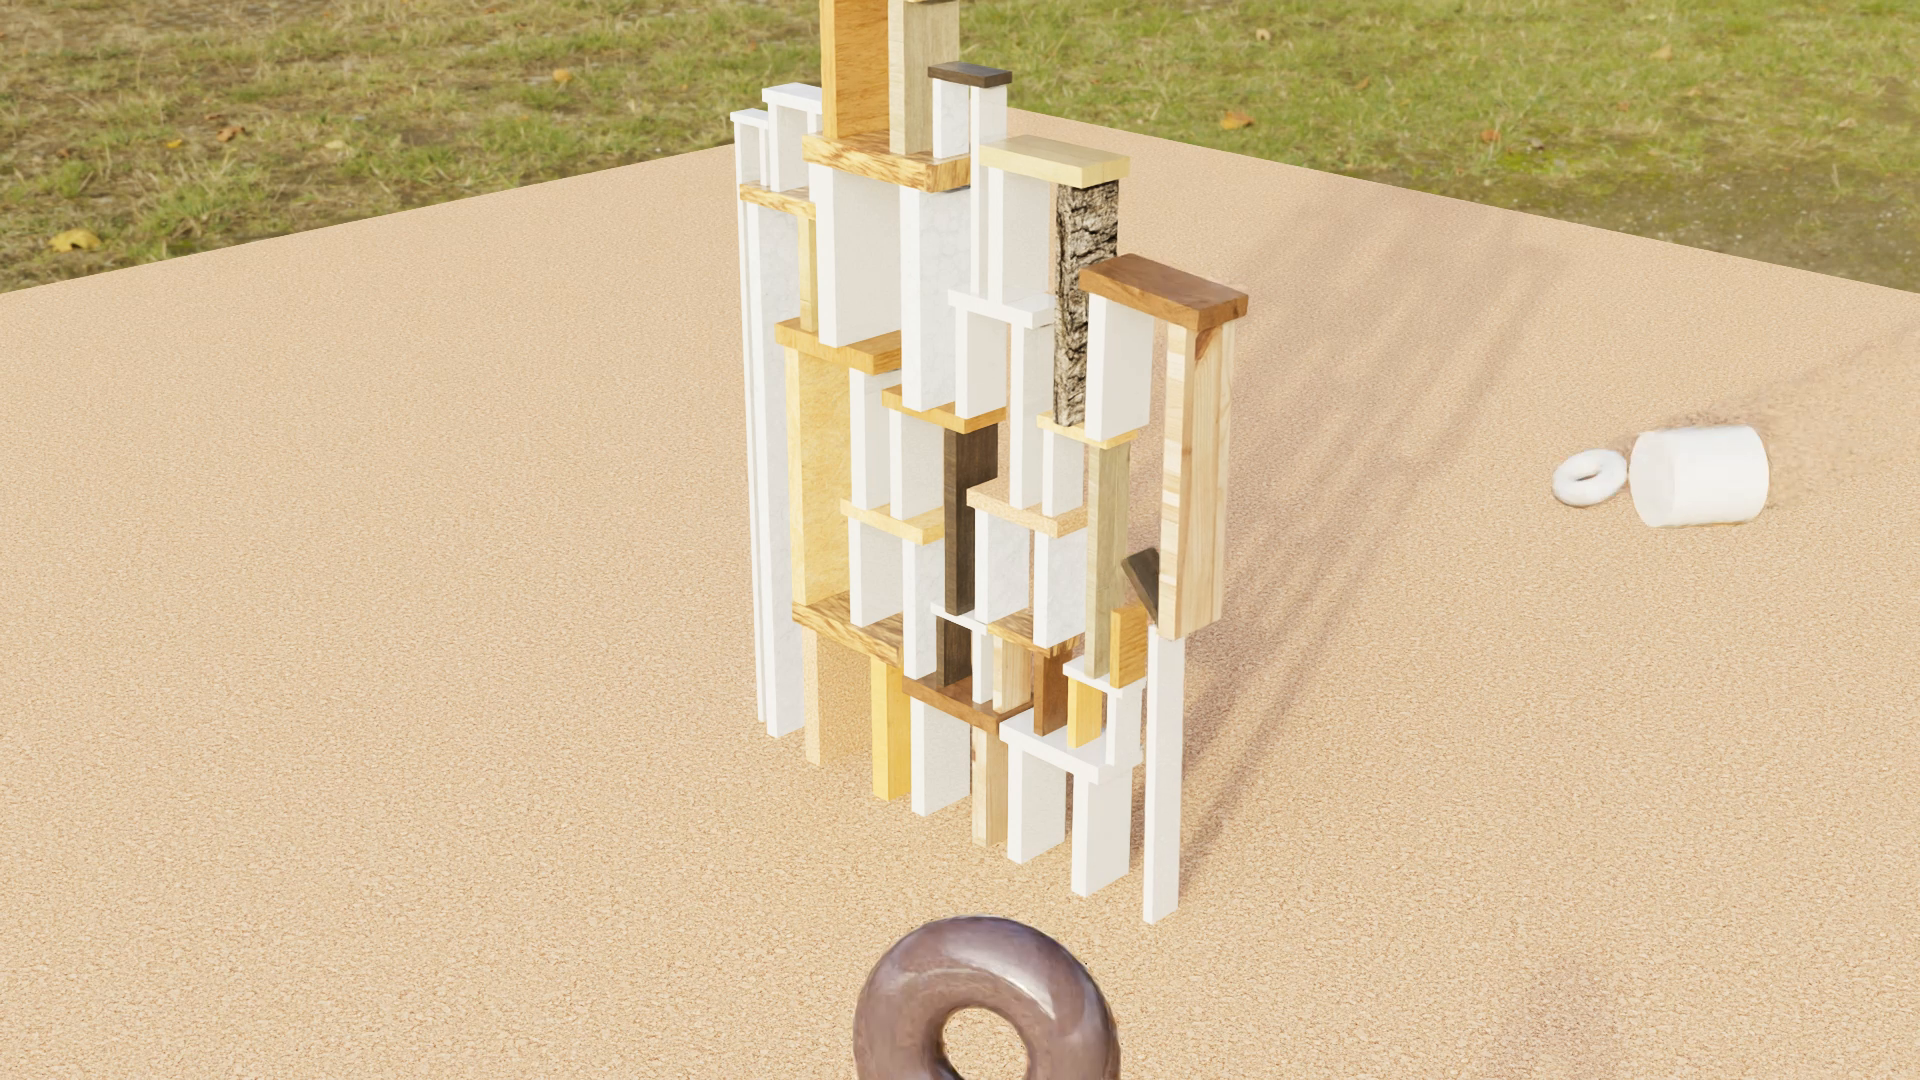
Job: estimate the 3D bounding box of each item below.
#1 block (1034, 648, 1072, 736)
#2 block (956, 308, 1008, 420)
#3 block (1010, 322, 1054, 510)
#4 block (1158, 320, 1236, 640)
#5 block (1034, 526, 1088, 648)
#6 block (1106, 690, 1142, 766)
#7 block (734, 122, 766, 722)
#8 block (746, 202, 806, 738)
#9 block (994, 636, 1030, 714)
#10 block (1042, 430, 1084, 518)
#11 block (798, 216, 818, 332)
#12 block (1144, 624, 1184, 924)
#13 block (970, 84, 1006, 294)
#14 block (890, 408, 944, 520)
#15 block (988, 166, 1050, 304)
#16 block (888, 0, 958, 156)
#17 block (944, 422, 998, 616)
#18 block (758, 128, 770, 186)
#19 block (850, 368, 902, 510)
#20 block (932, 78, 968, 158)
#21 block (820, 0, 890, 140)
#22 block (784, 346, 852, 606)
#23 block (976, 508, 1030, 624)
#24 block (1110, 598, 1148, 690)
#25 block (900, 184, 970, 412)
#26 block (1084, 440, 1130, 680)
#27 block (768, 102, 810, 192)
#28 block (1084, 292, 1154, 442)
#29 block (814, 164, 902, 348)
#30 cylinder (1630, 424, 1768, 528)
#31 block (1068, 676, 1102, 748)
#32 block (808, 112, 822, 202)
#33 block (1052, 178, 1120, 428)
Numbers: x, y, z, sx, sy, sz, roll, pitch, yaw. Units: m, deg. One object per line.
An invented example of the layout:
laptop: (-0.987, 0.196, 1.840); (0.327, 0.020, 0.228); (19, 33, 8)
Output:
block: (0.175, 0.279, 4.149); (0.023, 0.169, 0.080); (21, 31, 41)
block: (0.039, -0.335, 4.032); (0.104, 0.208, 0.029); (-21, 31, -41)
block: (0.138, -0.233, 3.970); (0.029, 0.348, 0.104); (21, 31, 40)
block: (0.401, -0.108, 3.736); (0.037, 0.563, 0.129); (21, 31, 40)
block: (0.188, 0.076, 4.061); (0.032, 0.228, 0.114); (21, 31, 41)
block: (0.302, 0.337, 4.045); (0.020, 0.144, 0.072); (21, 31, 41)
block: (-0.417, -0.219, 4.586); (0.016, 1.321, 0.056); (21, 31, 41)
block: (-0.367, -0.133, 4.569); (0.032, 1.176, 0.113); (21, 31, 41)
block: (0.100, 0.245, 4.217); (0.023, 0.160, 0.080); (21, 31, 41)
block: (0.186, -0.131, 3.964); (0.082, 0.165, 0.023); (-21, 31, -41)
block: (-0.260, -0.529, 4.285); (0.113, 0.226, 0.032); (-21, 31, -41)
block: (0.370, 0.421, 3.997); (0.075, 0.602, 0.021); (-21, 30, -41)
block: (0.051, -0.623, 3.897); (0.020, 0.370, 0.070); (21, 31, 40)
block: (-0.084, -0.159, 4.251); (0.032, 0.223, 0.112); (21, 31, 41)
block: (0.104, -0.547, 3.882); (0.034, 0.241, 0.121); (21, 31, 40)
block: (-0.064, -0.838, 3.938); (0.136, 0.273, 0.039); (-21, 31, -40)
block: (0.021, -0.046, 4.184); (0.112, 0.378, 0.032); (-21, 31, -40)
block: (-0.365, -0.754, 4.301); (0.056, 0.112, 0.016); (-21, 31, -40)
block: (-0.147, -0.213, 4.297); (0.143, 0.285, 0.040); (-21, 31, -41)
block: (-0.016, -0.755, 3.913); (0.070, 0.140, 0.020); (-21, 31, -40)
block: (-0.192, -0.888, 4.057); (0.136, 0.273, 0.039); (-21, 31, -40)
block: (-0.281, -0.143, 4.473); (0.040, 0.551, 0.143); (21, 31, 41)
block: (0.080, 0.034, 4.160); (0.114, 0.228, 0.032); (-21, 31, -41)
block: (0.304, 0.188, 3.969); (0.021, 0.149, 0.075); (21, 31, 40)
block: (-0.028, -0.459, 4.056); (0.174, 0.418, 0.049); (-21, 31, -40)
block: (0.264, 0.032, 3.948); (0.082, 0.452, 0.023); (-21, 31, -41)
block: (-0.328, -0.766, 4.255); (0.085, 0.170, 0.024); (-21, 31, -40)
block: (0.275, -0.310, 3.784); (0.037, 0.258, 0.129); (22, 32, 40)
block: (-0.191, -0.556, 4.194); (0.174, 0.347, 0.049); (-21, 31, -41)
cylinder: (1.955, -0.170, 5.826); (0.259, 0.259, 0.259); (-4, 23, -9)
block: (0.233, 0.311, 4.107); (0.020, 0.144, 0.072); (21, 31, 41)
block: (-0.248, -0.735, 4.181); (0.085, 0.170, 0.024); (-21, 31, -40)
block: (0.218, -0.416, 3.815); (0.034, 0.430, 0.121); (21, 31, 41)
